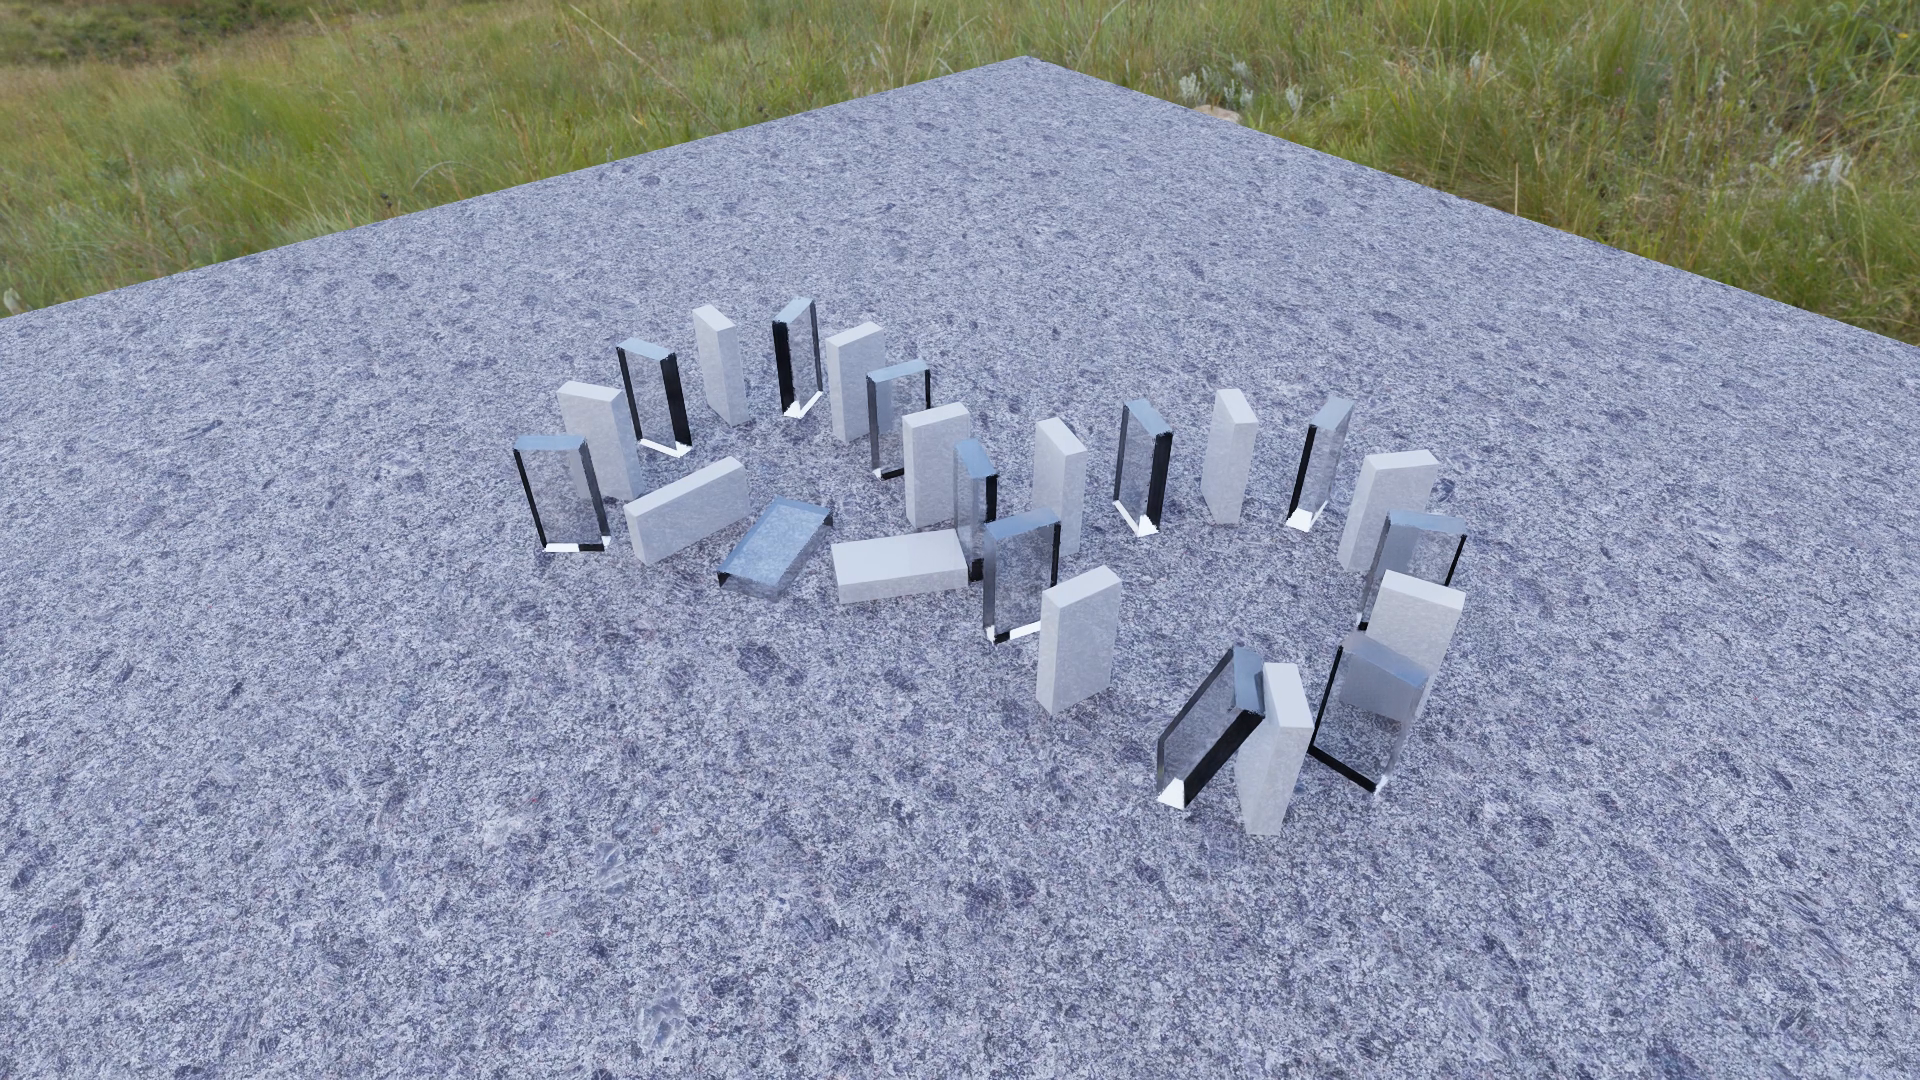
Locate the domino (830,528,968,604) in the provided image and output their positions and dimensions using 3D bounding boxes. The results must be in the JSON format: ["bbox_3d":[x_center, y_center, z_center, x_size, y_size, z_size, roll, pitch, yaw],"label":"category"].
[{"bbox_3d":[-0.024,0.010,0.431,0.050,0.010,0.025,-7,40,-9],"label":"domino"}]

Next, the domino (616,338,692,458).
[{"bbox_3d":[-0.135,-0.063,0.488,0.025,0.050,0.009,20,43,23],"label":"domino"}]

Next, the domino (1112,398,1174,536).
[{"bbox_3d":[0.074,-0.029,0.447,0.009,0.050,0.025,-12,41,-14],"label":"domino"}]

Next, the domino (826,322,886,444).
[{"bbox_3d":[-0.046,-0.071,0.498,0.025,0.050,0.009,-29,47,-31],"label":"domino"}]

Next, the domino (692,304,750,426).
[{"bbox_3d":[-0.111,-0.081,0.510,0.009,0.050,0.025,-25,45,-27],"label":"domino"}]

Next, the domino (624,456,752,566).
[{"bbox_3d":[-0.110,-0.012,0.446,0.050,0.025,0.009,-31,48,-32],"label":"domino"}]

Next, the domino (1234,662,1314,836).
[{"bbox_3d":[0.094,0.064,0.333,0.009,0.050,0.025,2,39,0],"label":"domino"}]

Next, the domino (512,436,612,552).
[{"bbox_3d":[-0.156,-0.018,0.433,0.025,0.050,0.010,0,39,0],"label":"domino"}]

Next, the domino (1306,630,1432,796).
[{"bbox_3d":[0.127,0.055,0.345,0.025,0.050,0.009,32,49,33],"label":"domino"}]

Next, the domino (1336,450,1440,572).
[{"bbox_3d":[0.164,-0.011,0.424,0.025,0.050,0.009,-6,40,-7],"label":"domino"}]

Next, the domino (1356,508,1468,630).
[{"bbox_3d":[0.162,0.013,0.396,0.025,0.050,0.009,9,40,10],"label":"domino"}]

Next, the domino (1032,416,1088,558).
[{"bbox_3d":[0.039,-0.021,0.437,0.009,0.050,0.025,-15,42,-18],"label":"domino"}]

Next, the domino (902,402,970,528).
[{"bbox_3d":[-0.009,-0.030,0.448,0.025,0.050,0.010,-17,42,-20],"label":"domino"}]

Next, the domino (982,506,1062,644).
[{"bbox_3d":[0.022,0.013,0.395,0.025,0.050,0.009,-16,42,-19],"label":"domino"}]

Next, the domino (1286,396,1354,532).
[{"bbox_3d":[0.147,-0.031,0.449,0.009,0.050,0.025,23,45,26],"label":"domino"}]

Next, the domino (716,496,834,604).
[{"bbox_3d":[-0.073,0.003,0.440,0.025,0.010,0.050,13,41,16],"label":"domino"}]

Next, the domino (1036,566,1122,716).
[{"bbox_3d":[0.039,0.034,0.370,0.025,0.050,0.009,-22,44,-24],"label":"domino"}]

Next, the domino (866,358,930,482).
[{"bbox_3d":[-0.026,-0.051,0.474,0.025,0.050,0.010,-18,43,-21],"label":"domino"}]

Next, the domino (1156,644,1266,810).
[{"bbox_3d":[0.077,0.058,0.340,0.010,0.050,0.025,21,40,-6],"label":"domino"}]

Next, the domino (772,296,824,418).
[{"bbox_3d":[-0.076,-0.085,0.516,0.009,0.050,0.025,13,41,15],"label":"domino"}]

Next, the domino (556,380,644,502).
[{"bbox_3d":[-0.150,-0.041,0.462,0.025,0.050,0.009,11,41,13],"label":"domino"}]

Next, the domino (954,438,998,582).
[{"bbox_3d":[0.006,-0.011,0.425,0.010,0.050,0.025,-11,41,-13],"label":"domino"}]

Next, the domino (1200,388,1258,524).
[{"bbox_3d":[0.110,-0.034,0.453,0.009,0.050,0.025,-4,39,-5],"label":"domino"}]

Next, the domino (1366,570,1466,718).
[{"bbox_3d":[0.149,0.035,0.368,0.025,0.050,0.010,18,43,21],"label":"domino"}]
